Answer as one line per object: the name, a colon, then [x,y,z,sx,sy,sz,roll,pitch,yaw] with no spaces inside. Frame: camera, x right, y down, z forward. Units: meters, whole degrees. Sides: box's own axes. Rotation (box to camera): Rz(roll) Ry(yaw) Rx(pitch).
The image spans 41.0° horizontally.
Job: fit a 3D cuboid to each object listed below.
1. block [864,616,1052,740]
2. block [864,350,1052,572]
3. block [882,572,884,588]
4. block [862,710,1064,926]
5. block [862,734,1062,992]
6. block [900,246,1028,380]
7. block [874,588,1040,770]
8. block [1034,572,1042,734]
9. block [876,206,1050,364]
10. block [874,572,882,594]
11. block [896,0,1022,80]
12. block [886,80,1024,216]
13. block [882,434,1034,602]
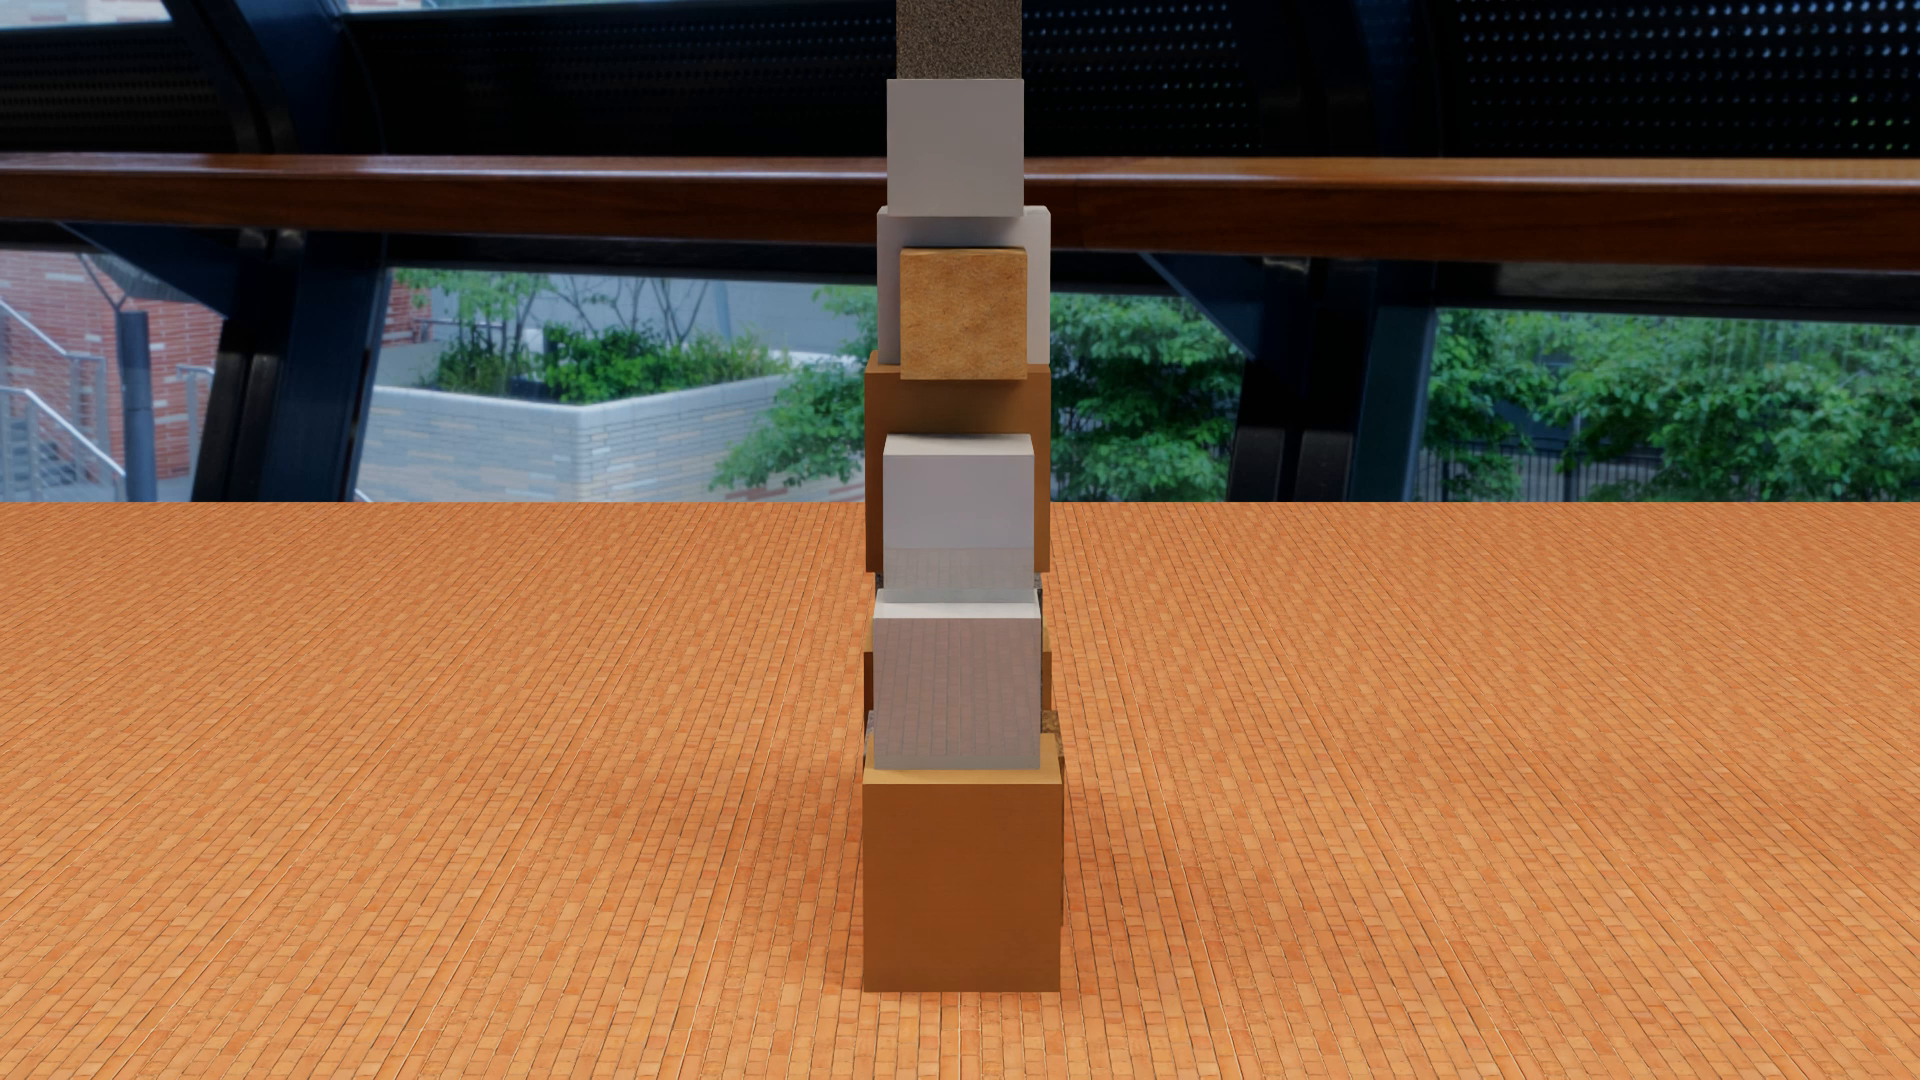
block: [-0.011,0.862,12.486,0.882,0.837,0.816,0,10,0]
block: [-0.009,-0.359,11.168,0.775,0.843,0.918,0,10,0]
block: [0.001,0.344,11.587,0.687,0.622,0.637,0,10,0]
block: [0.015,1.182,11.016,0.833,0.732,0.779,0,10,0]
block: [0.008,1.273,10.237,0.761,0.833,0.766,0,10,0]
block: [0.015,-0.949,10.643,0.513,0.503,0.561,0,10,0]
block: [-0.011,0.546,10.218,0.647,0.603,0.575,0,10,0]
block: [0.017,0.476,10.892,0.642,0.702,0.757,0,10,0]
block: [0.016,-1.130,11.270,0.735,0.638,0.718,0,10,0]
block: [-0.010,0.127,12.219,0.769,0.705,0.665,0,10,0]
block: [-0.004,-2.182,10.794,0.514,0.481,0.541,0,10,0]
block: [-0.019,-1.670,10.885,0.564,0.560,0.590,0,10,0]
block: [-0.005,-0.097,10.421,0.594,0.590,0.625,0,10,0]
